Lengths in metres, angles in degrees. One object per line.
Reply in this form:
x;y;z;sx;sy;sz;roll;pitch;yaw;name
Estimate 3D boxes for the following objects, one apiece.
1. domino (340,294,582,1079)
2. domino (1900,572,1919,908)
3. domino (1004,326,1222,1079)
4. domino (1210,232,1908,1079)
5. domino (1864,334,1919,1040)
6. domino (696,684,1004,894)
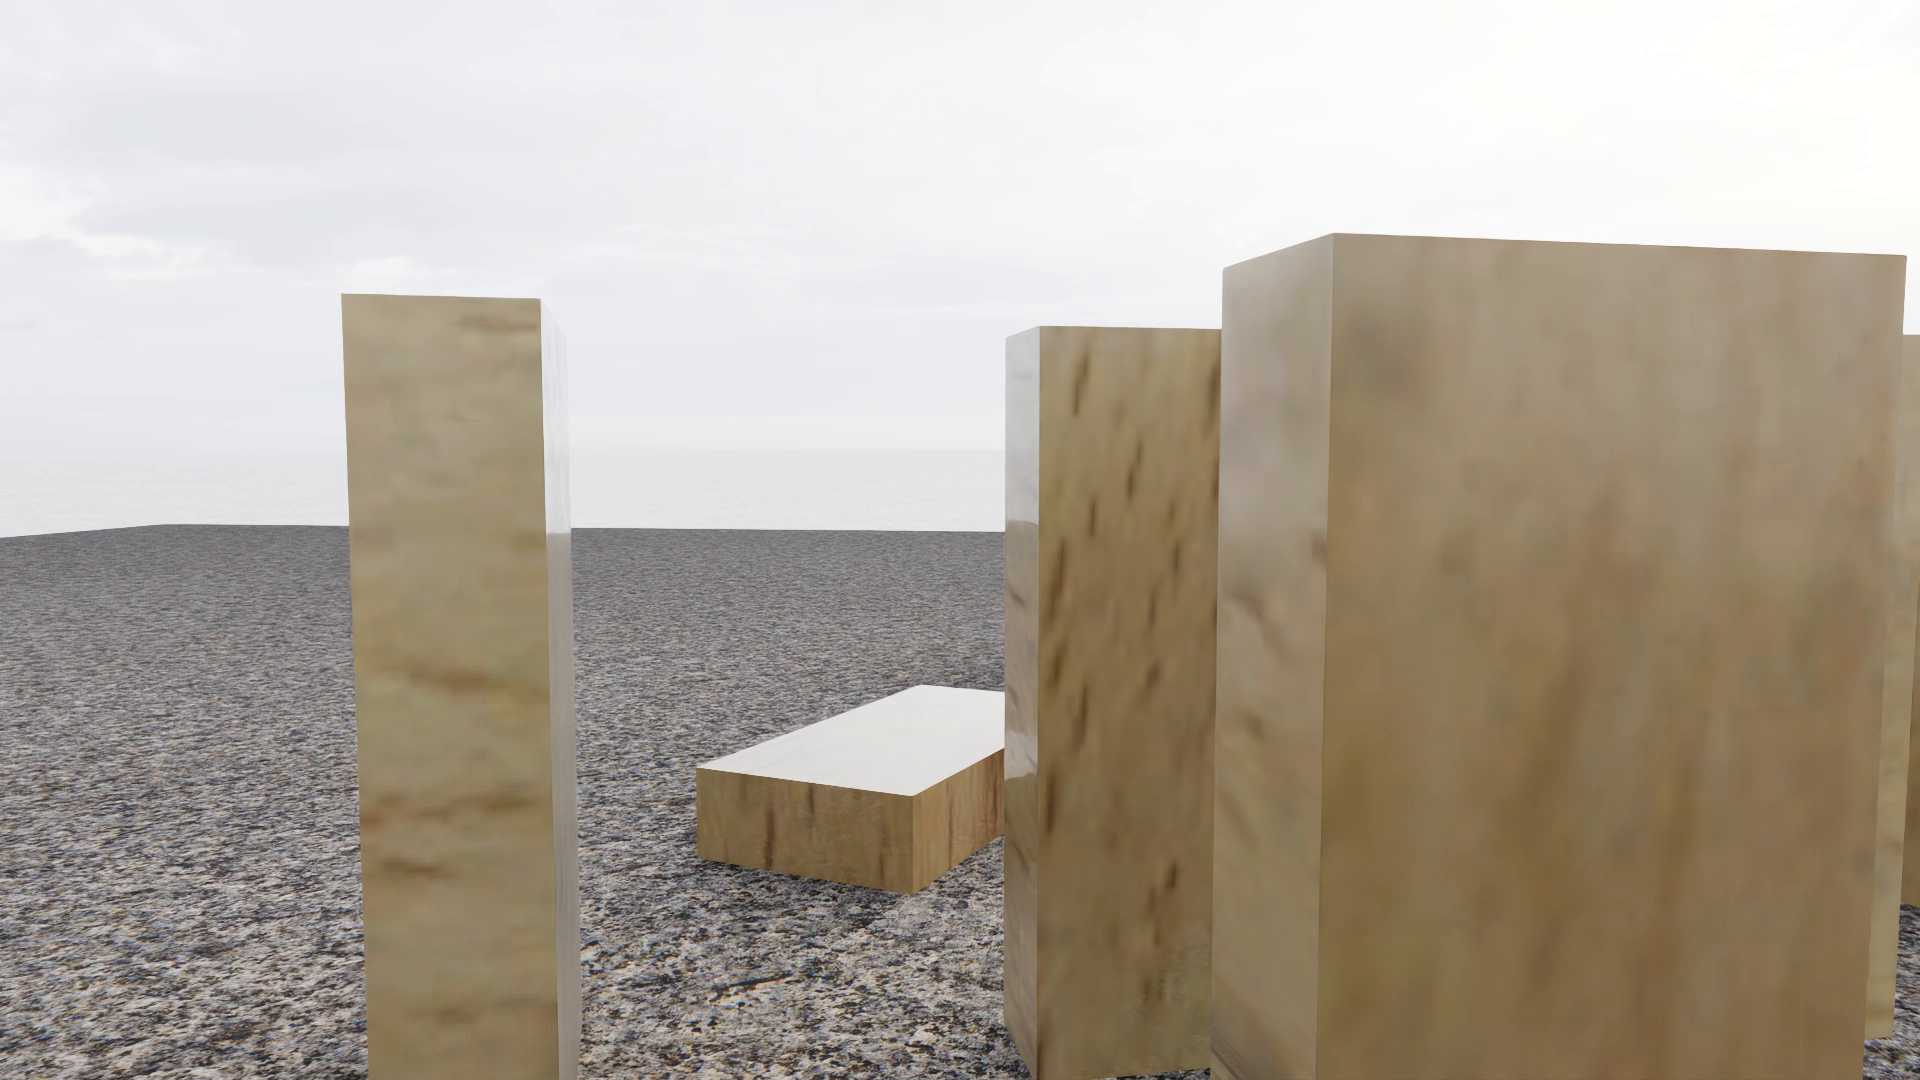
-0.029;0.012;0.079;0.009;0.050;0.025;-1;4;-14;domino
0.095;0.009;0.111;0.010;0.050;0.025;-1;5;-19;domino
0.016;0.011;0.090;0.025;0.050;0.009;-1;4;-11;domino
0.024;0.013;0.055;0.025;0.050;0.009;-1;4;-13;domino
0.059;0.010;0.101;0.009;0.050;0.025;-1;4;-14;domino
-0.005;0.027;0.149;0.025;0.009;0.050;2;5;26;domino
